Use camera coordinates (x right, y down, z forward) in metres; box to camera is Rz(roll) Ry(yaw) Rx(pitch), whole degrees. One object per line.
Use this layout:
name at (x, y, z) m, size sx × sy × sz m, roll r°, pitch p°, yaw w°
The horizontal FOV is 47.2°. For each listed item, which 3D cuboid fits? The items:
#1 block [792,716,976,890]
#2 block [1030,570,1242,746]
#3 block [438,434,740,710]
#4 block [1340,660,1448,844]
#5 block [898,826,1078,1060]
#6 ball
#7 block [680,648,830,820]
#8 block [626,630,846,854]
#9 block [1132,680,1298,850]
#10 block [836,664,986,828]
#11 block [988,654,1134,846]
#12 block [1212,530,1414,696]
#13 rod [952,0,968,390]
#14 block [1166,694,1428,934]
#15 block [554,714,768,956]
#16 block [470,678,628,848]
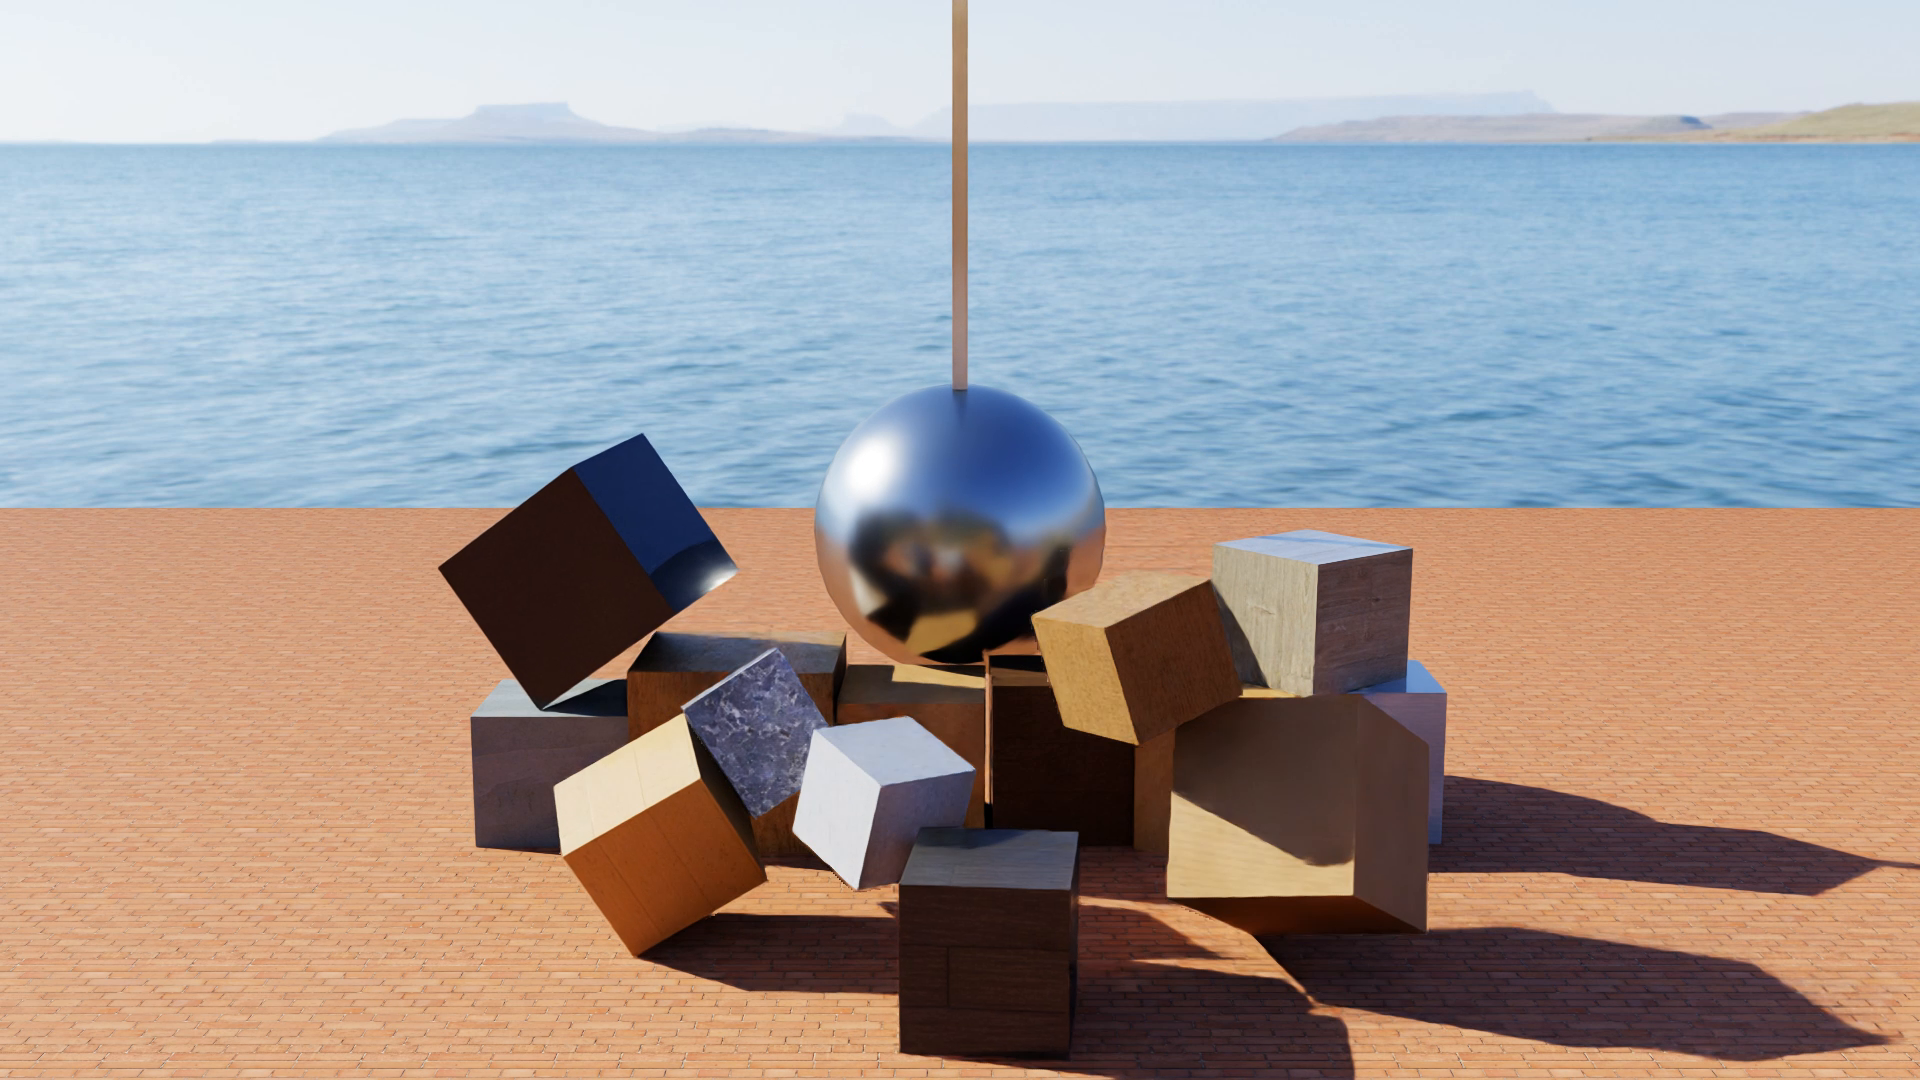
block at (-0.324, 1.108, 9.331) m, size 0.508 × 0.498 × 0.493 m, roll -4°, pitch 27°, yaw -39°
block at (0.742, 0.484, 9.292) m, size 0.547 × 0.518 × 0.590 m, roll -23°, pitch 14°, yaw -25°
block at (-1.882, 0.150, 11.242) m, size 0.952 × 0.879 × 0.832 m, roll -34°, pitch 2°, yaw 22°
block at (2.067, 1.086, 11.397) m, size 0.731 × 0.785 × 0.705 m, roll 0°, pitch 10°, yaw 0°
block at (0.128, 1.602, 8.824) m, size 0.658 × 0.690 × 0.727 m, roll 1°, pitch 10°, yaw 6°
ball at (0.000, -0.057, 12.029) m, size 1.600 × 1.600 × 1.600 m, roll 0°, pitch 10°, yaw 0°
block at (-0.907, 0.882, 10.121) m, size 0.504 × 0.586 × 0.554 m, roll -33°, pitch 2°, yaw -9°
block at (-1.122, 1.024, 11.343) m, size 1.017 × 0.927 × 0.929 m, roll 0°, pitch 10°, yaw 1°
block at (1.281, 1.088, 11.364) m, size 0.831 × 0.793 × 0.856 m, roll 0°, pitch 10°, yaw -1°
block at (-0.238, 1.108, 11.354) m, size 0.732 × 0.759 × 0.809 m, roll 0°, pitch 10°, yaw 1°
block at (0.509, 1.074, 11.340) m, size 0.706 × 0.830 × 0.675 m, roll 0°, pitch 10°, yaw -1°
block at (1.793, 0.362, 11.261) m, size 0.739 × 0.675 × 0.695 m, roll -8°, pitch 14°, yaw -40°
rod at (0.000, -3.283, 10.956) m, size 0.080 × 5.200 × 0.080 m, roll 0°, pitch 18°, yaw 0°
block at (1.465, 1.196, 9.438) m, size 0.820 × 0.831 × 0.874 m, roll -6°, pitch -21°, yaw 30°
block at (-1.333, 1.298, 9.747) m, size 0.672 × 0.599 × 0.649 m, roll -30°, pitch 25°, yaw -1°
block at (-2.036, 1.143, 11.384) m, size 0.798 × 0.678 × 0.776 m, roll 0°, pitch 10°, yaw 0°
